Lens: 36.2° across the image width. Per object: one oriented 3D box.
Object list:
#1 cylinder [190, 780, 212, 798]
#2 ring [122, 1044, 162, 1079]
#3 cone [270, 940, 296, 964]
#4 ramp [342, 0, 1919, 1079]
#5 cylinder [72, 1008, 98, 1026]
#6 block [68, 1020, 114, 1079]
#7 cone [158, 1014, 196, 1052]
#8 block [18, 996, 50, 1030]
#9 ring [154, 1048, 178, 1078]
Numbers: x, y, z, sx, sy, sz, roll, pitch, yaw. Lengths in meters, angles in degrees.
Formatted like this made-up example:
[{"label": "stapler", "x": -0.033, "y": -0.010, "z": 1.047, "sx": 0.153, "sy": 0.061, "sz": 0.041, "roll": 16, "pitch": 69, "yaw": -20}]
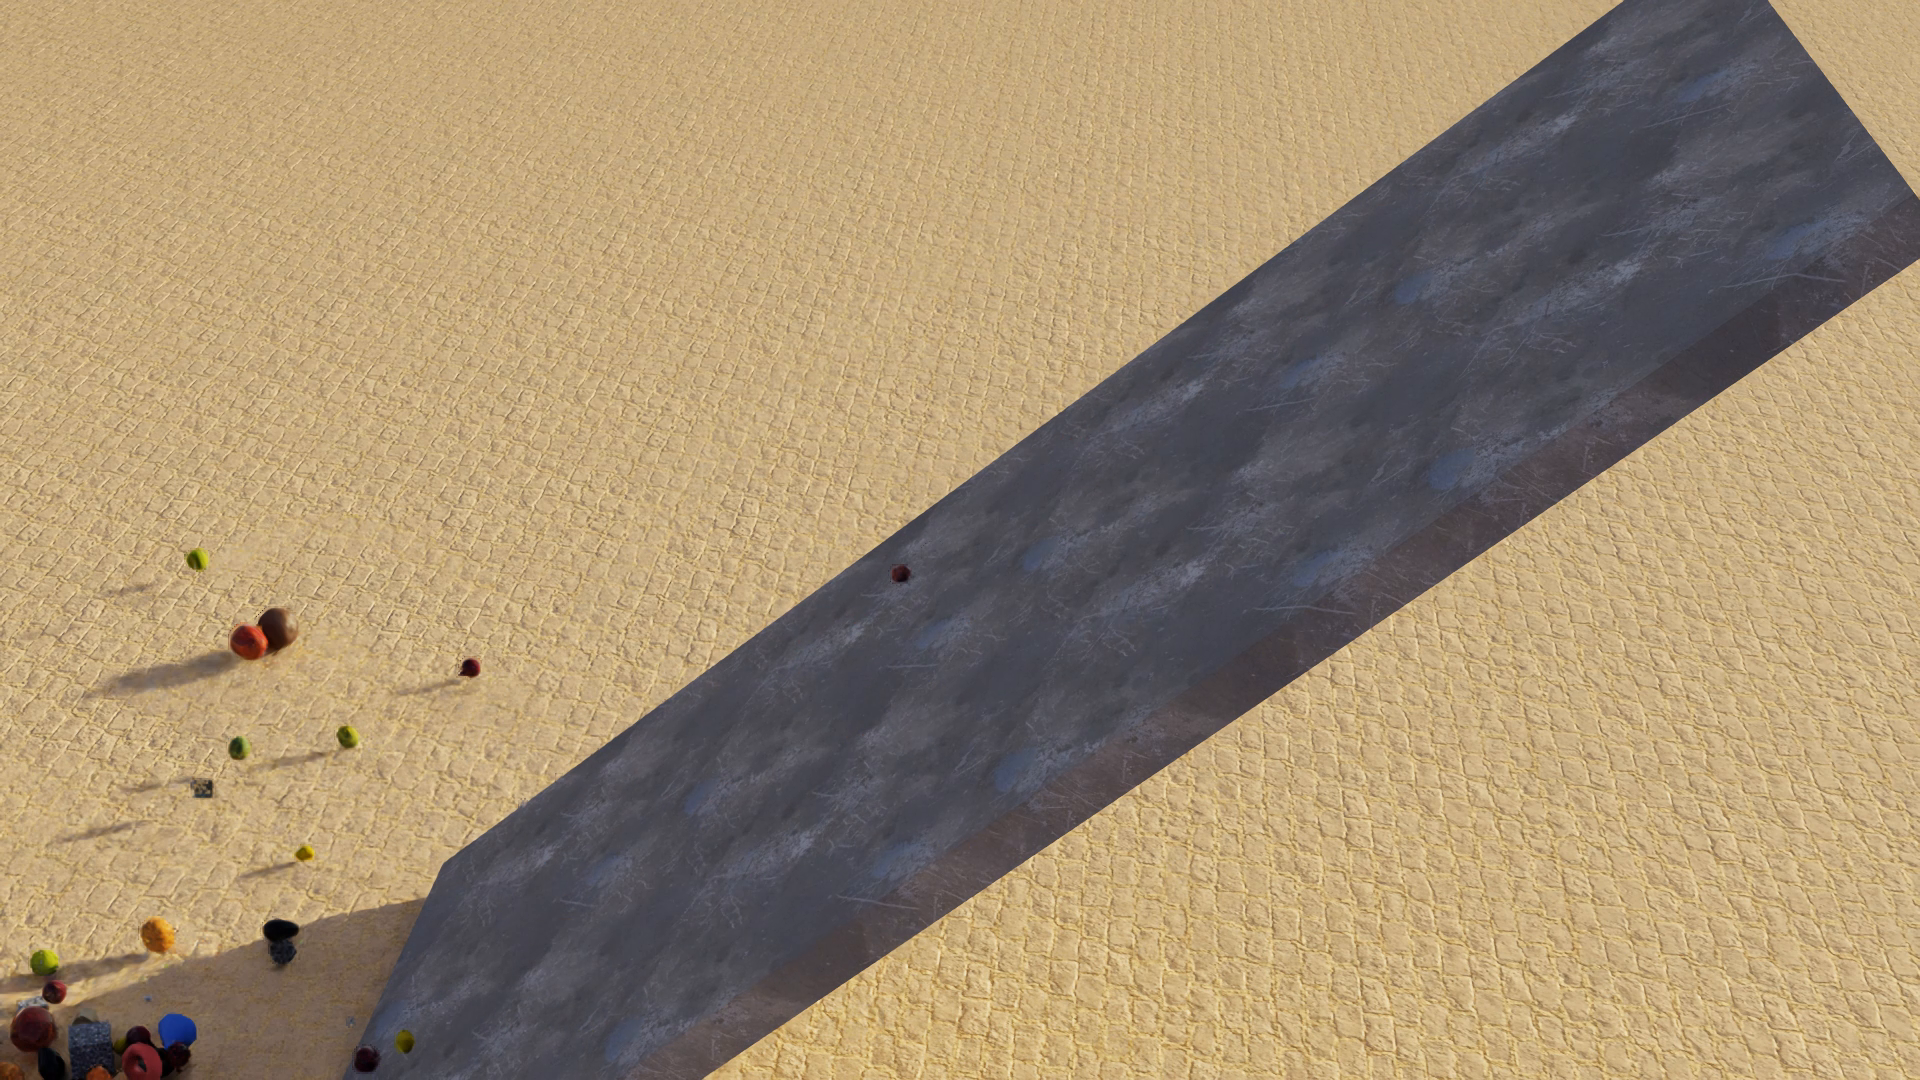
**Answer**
[{"label": "cylinder", "x": -2.128, "y": 0.699, "z": 8.258, "sx": 0.052, "sy": 0.052, "sz": 0.052, "roll": 2, "pitch": 21, "yaw": -25}, {"label": "ring", "x": -1.948, "y": 1.251, "z": 7.009, "sx": 0.110, "sy": 0.110, "sz": 0.037, "roll": 10, "pitch": 17, "yaw": 21}, {"label": "cone", "x": -1.740, "y": 1.063, "z": 7.533, "sx": 0.064, "sy": 0.064, "sz": 0.064, "roll": 10, "pitch": 62, "yaw": -20}, {"label": "ramp", "x": 0.121, "y": 0.185, "z": 6.340, "sx": 4.000, "sy": 0.100, "sz": 2.000, "roll": -36, "pitch": 16, "yaw": 18}, {"label": "cylinder", "x": -2.147, "y": 1.184, "z": 7.217, "sx": 0.052, "sy": 0.052, "sz": 0.052, "roll": -2, "pitch": 15, "yaw": -4}, {"label": "block", "x": -2.094, "y": 1.231, "z": 7.089, "sx": 0.096, "sy": 0.096, "sz": 0.096, "roll": -7, "pitch": 25, "yaw": -15}, {"label": "cone", "x": -1.910, "y": 1.214, "z": 7.123, "sx": 0.096, "sy": 0.096, "sz": 0.096, "roll": 2, "pitch": 23, "yaw": 4}, {"label": "block", "x": -2.290, "y": 1.170, "z": 7.278, "sx": 0.055, "sy": 0.055, "sz": 0.055, "roll": -16, "pitch": 28, "yaw": -32}, {"label": "ring", "x": -1.941, "y": 1.262, "z": 7.094, "sx": 0.106, "sy": 0.035, "sz": 0.106, "roll": -1, "pitch": 23, "yaw": 0}]
